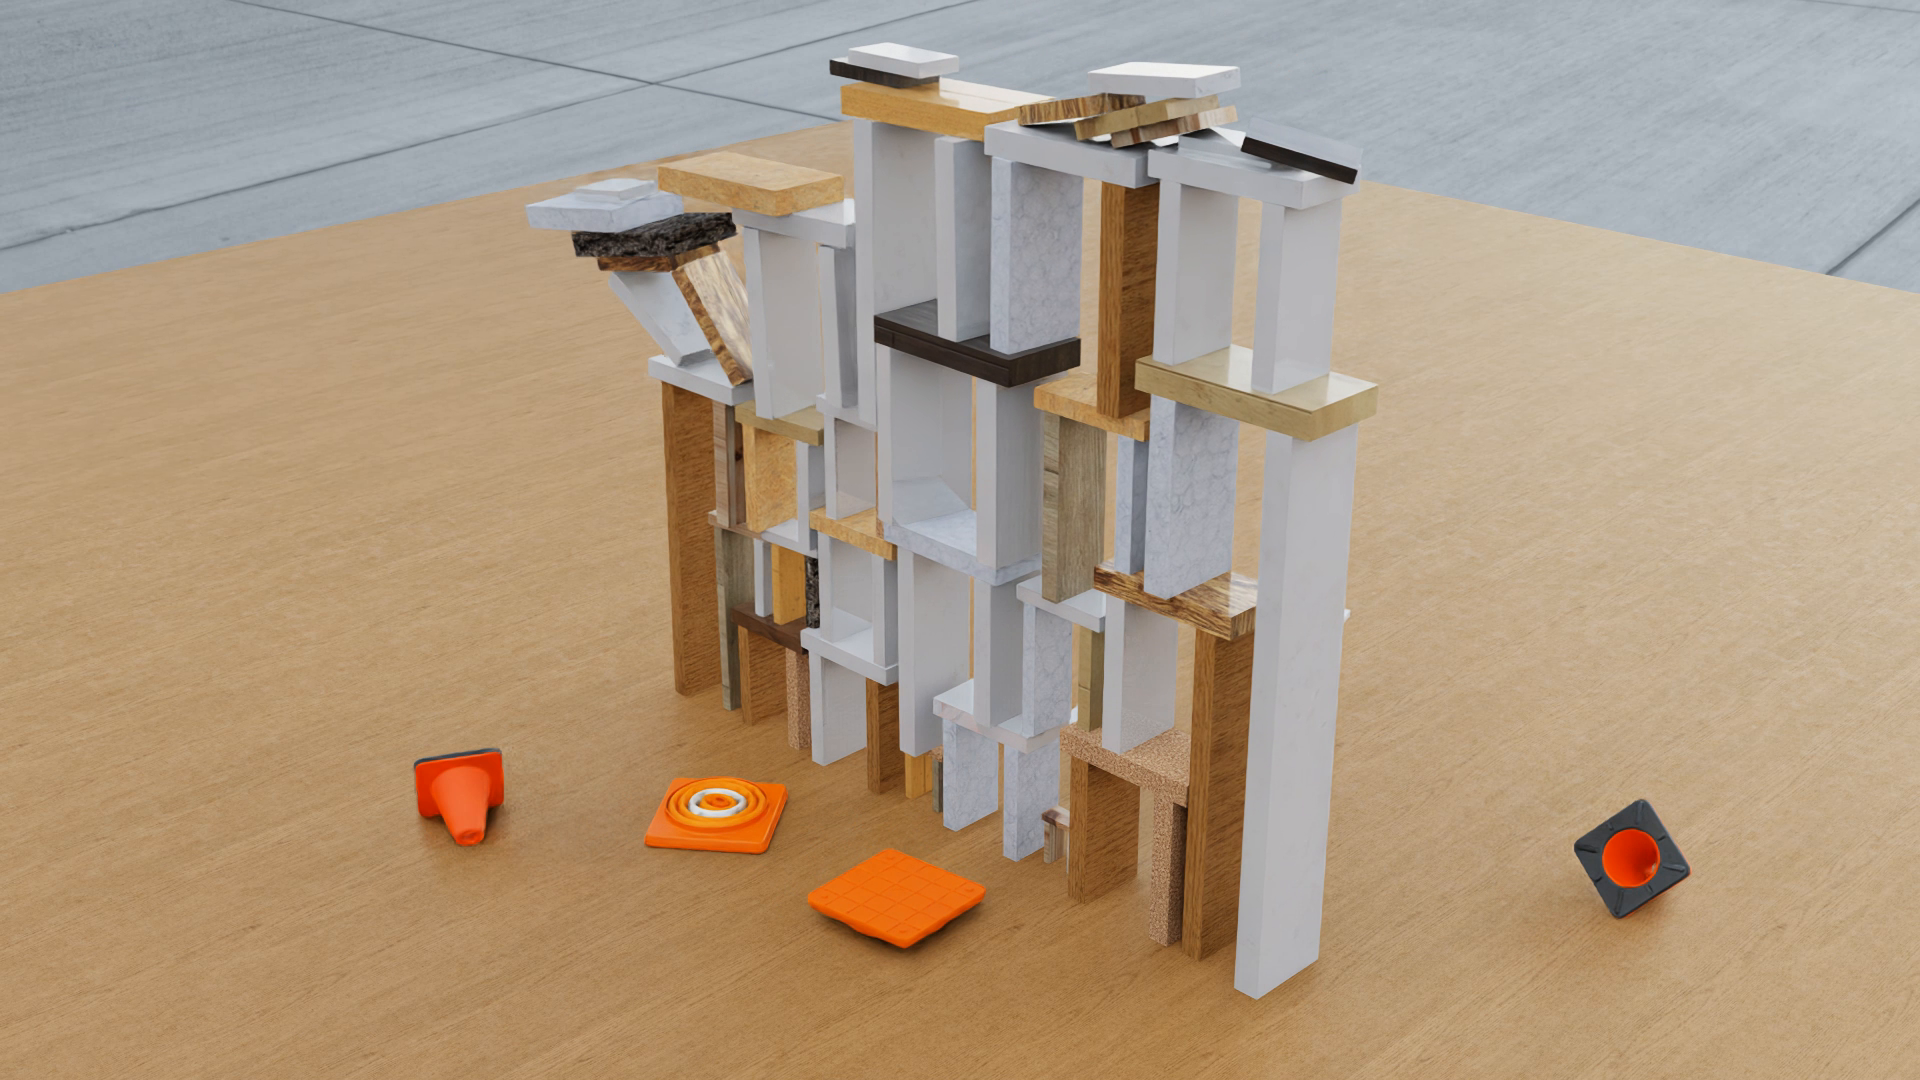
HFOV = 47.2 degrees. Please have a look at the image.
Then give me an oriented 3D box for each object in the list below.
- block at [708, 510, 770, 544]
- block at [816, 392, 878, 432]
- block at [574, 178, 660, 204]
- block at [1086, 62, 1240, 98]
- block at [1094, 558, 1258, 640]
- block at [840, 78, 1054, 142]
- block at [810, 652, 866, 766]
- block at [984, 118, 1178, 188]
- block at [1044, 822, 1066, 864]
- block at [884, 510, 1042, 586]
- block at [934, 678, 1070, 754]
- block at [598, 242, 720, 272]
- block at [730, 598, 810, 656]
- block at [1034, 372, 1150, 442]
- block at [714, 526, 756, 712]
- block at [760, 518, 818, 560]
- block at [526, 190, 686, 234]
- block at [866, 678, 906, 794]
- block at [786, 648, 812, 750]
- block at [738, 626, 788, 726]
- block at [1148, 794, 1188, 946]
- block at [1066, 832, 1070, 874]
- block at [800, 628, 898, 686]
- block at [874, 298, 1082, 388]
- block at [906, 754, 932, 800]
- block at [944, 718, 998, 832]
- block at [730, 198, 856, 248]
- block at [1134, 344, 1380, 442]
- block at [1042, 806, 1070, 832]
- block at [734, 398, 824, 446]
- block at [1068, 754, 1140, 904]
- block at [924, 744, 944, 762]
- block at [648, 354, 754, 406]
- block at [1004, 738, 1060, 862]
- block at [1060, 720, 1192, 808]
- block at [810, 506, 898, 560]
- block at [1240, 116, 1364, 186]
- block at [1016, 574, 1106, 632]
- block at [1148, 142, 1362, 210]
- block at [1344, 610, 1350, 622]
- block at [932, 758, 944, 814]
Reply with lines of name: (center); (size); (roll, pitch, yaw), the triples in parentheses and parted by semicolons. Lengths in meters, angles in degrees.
block: (-0.444, -0.039, 4.689); (0.175, 0.025, 0.087); (17, 28, 34)
block: (-0.167, -0.254, 4.295); (0.220, 0.031, 0.110); (21, 31, 40)
block: (-0.733, -0.744, 4.689); (0.097, 0.027, 0.194); (-22, 22, -33)
block: (0.327, -0.740, 3.537); (0.113, 0.032, 0.226); (-22, 26, -40)
block: (0.398, 0.086, 3.834); (0.306, 0.043, 0.153); (21, 31, 40)
block: (-0.023, -0.778, 3.941); (0.357, 0.051, 0.179); (19, 30, 38)
block: (-0.254, 0.335, 4.639); (0.037, 0.259, 0.130); (21, 31, 41)
block: (0.223, -0.660, 3.705); (0.171, 0.048, 0.342); (-21, 31, -40)
block: (0.184, 0.580, 4.277); (0.013, 0.091, 0.045); (21, 31, 41)
block: (0.015, 0.001, 4.193); (0.154, 0.044, 0.309); (-21, 31, -40)
block: (0.079, 0.341, 4.284); (0.246, 0.035, 0.123); (20, 30, 39)
block: (-0.638, -0.602, 4.639); (0.133, 0.038, 0.265); (-25, 21, -37)
block: (-0.369, 0.177, 4.702); (0.117, 0.033, 0.234); (-21, 31, -40)
block: (0.265, -0.235, 3.840); (0.254, 0.036, 0.127); (21, 31, 40)
block: (-0.487, 0.161, 4.816); (0.025, 0.442, 0.087); (21, 31, 40)
block: (-0.326, -0.005, 4.561); (0.165, 0.023, 0.082); (19, 30, 37)
block: (-0.765, -0.711, 4.730); (0.175, 0.050, 0.351); (-24, 23, -36)
block: (-0.132, 0.383, 4.527); (0.037, 0.259, 0.130); (21, 31, 41)
block: (-0.314, 0.322, 4.702); (0.117, 0.234, 0.033); (-21, 31, -41)
block: (-0.425, 0.279, 4.804); (0.117, 0.234, 0.033); (-21, 31, -41)
block: (0.416, 0.576, 4.016); (0.043, 0.302, 0.151); (21, 31, 41)
block: (0.227, 0.597, 4.238); (0.013, 0.091, 0.045); (21, 31, 41)
block: (-0.193, 0.223, 4.525); (0.130, 0.037, 0.259); (-21, 31, -41)
block: (0.029, -0.364, 4.012); (0.180, 0.051, 0.360); (-20, 30, -39)
block: (-0.084, 0.465, 4.509); (0.017, 0.121, 0.061); (21, 31, 41)
block: (0.022, 0.447, 4.392); (0.035, 0.246, 0.123); (21, 31, 40)
block: (-0.278, -0.626, 4.257); (0.315, 0.045, 0.158); (18, 29, 39)
block: (0.481, -0.250, 3.589); (0.358, 0.051, 0.179); (21, 31, 40)
block: (0.205, 0.541, 4.237); (0.091, 0.013, 0.045); (21, 31, 41)
block: (-0.333, -0.247, 4.462); (0.233, 0.033, 0.117); (18, 29, 36)
block: (0.273, 0.520, 4.147); (0.043, 0.302, 0.151); (21, 31, 41)
block: (-0.058, 0.412, 4.455); (0.121, 0.017, 0.061); (21, 31, 40)
block: (-0.514, -0.348, 4.622); (0.278, 0.039, 0.139); (21, 31, 41)
block: (0.140, 0.492, 4.287); (0.035, 0.246, 0.123); (20, 30, 40)
block: (0.344, 0.389, 4.014); (0.302, 0.043, 0.151); (21, 31, 41)
block: (-0.176, -0.024, 4.400); (0.241, 0.034, 0.121); (21, 31, 40)
block: (0.527, -0.601, 3.386); (0.179, 0.025, 0.090); (18, 34, 5)
block: (0.215, 0.110, 4.047); (0.104, 0.029, 0.208); (-21, 31, -40)
block: (0.463, -0.584, 3.476); (0.304, 0.043, 0.152); (21, 31, 40)
block: (0.882, 0.176, 5.325); (0.113, 0.016, 0.057); (12, 26, 27)
block: (-0.027, 0.487, 4.457); (0.061, 0.121, 0.017); (-20, 30, -39)
